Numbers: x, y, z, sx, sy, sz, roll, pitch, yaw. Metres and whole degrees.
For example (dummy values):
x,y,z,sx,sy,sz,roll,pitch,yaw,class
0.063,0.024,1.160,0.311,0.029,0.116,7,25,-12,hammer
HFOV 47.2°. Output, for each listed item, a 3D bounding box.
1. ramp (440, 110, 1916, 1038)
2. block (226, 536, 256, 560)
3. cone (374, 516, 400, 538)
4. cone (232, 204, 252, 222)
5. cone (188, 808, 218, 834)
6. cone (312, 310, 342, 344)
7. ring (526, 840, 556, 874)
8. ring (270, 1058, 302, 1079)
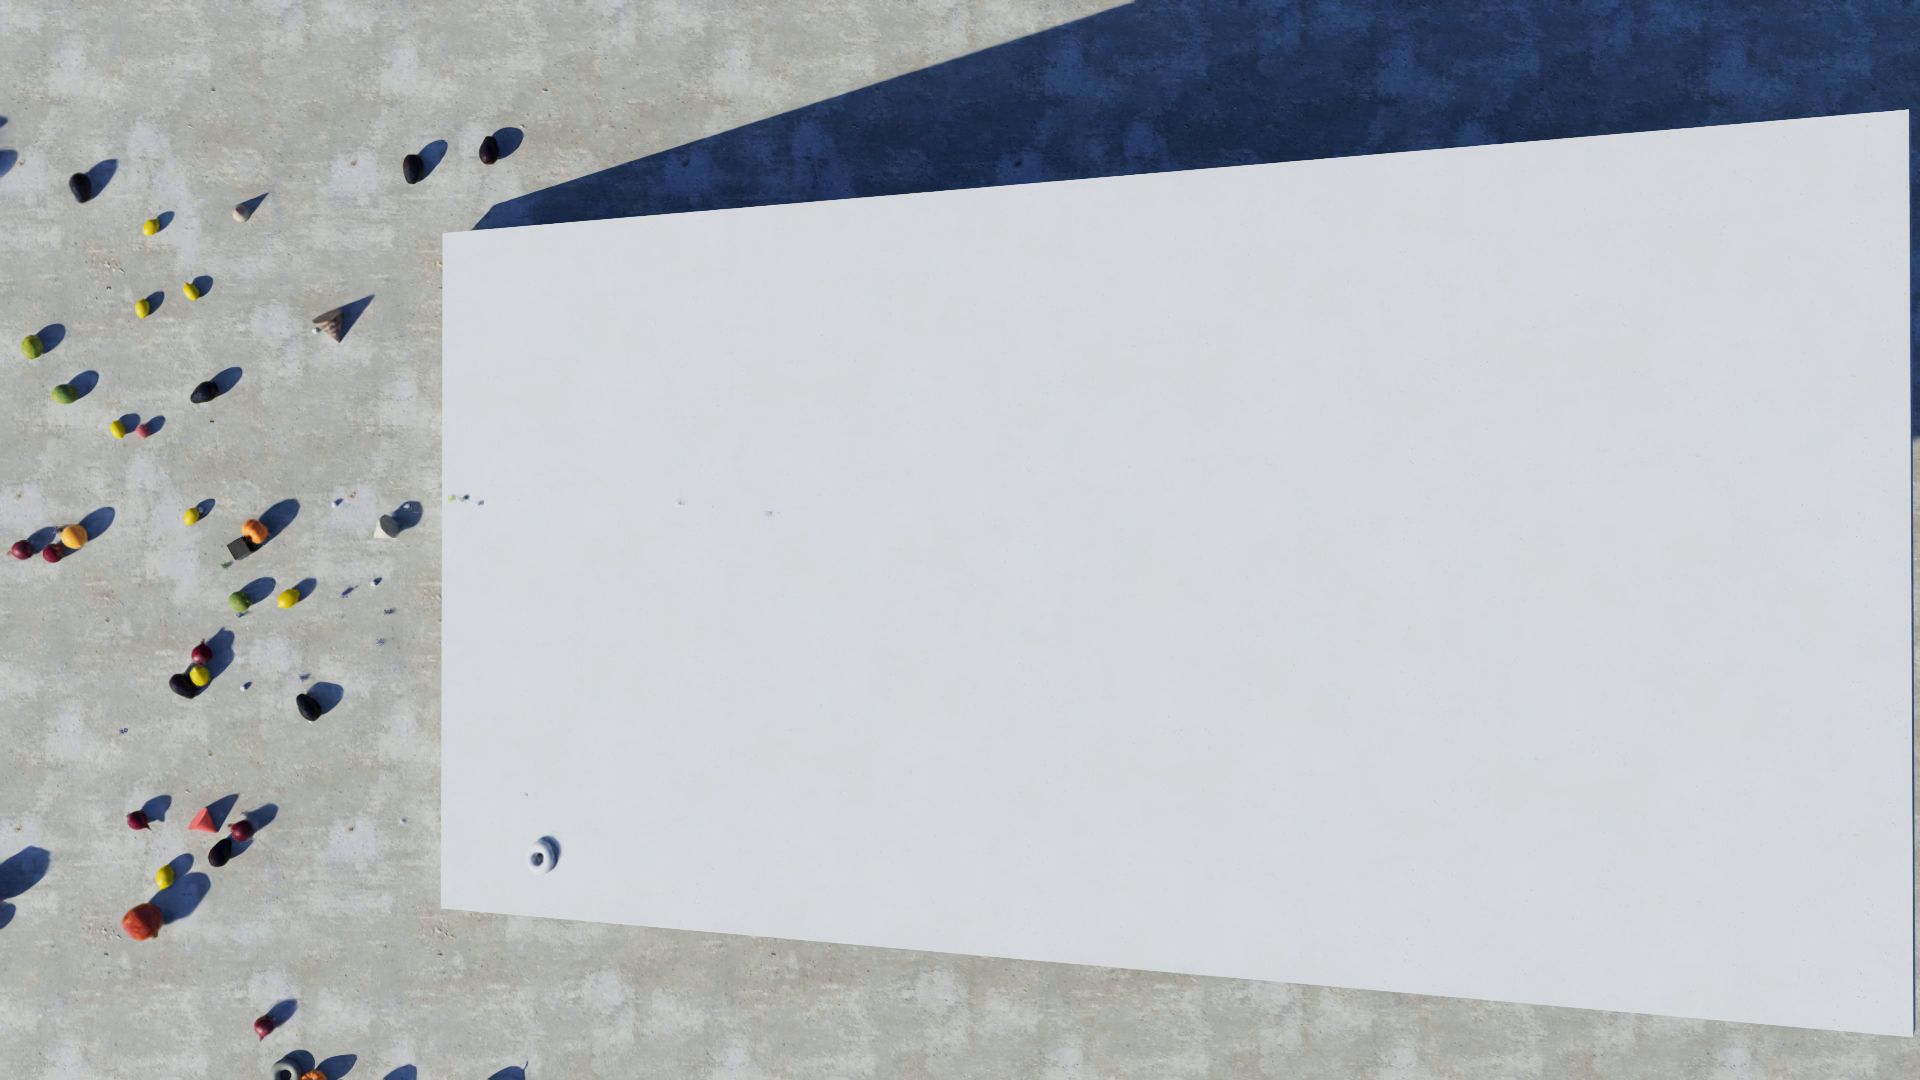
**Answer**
x,y,z,sx,sy,sz,roll,pitch,yaw,class
0.280,0.080,5.673,4.000,0.100,2.000,0,89,26,ramp
-2.151,0.025,6.579,0.052,0.052,0.052,-31,89,0,block
-1.734,-0.023,6.588,0.076,0.076,0.076,-31,89,26,cone
-2.162,-0.985,6.587,0.058,0.058,0.058,0,89,0,cone
-2.251,0.856,6.579,0.077,0.077,0.077,-46,116,0,cone
-1.879,-0.629,6.592,0.092,0.092,0.092,-18,116,0,cone
-1.205,0.912,6.325,0.098,0.033,0.098,-1,88,27,ring
-2.013,1.599,6.572,0.097,0.032,0.097,0,89,-1,ring
